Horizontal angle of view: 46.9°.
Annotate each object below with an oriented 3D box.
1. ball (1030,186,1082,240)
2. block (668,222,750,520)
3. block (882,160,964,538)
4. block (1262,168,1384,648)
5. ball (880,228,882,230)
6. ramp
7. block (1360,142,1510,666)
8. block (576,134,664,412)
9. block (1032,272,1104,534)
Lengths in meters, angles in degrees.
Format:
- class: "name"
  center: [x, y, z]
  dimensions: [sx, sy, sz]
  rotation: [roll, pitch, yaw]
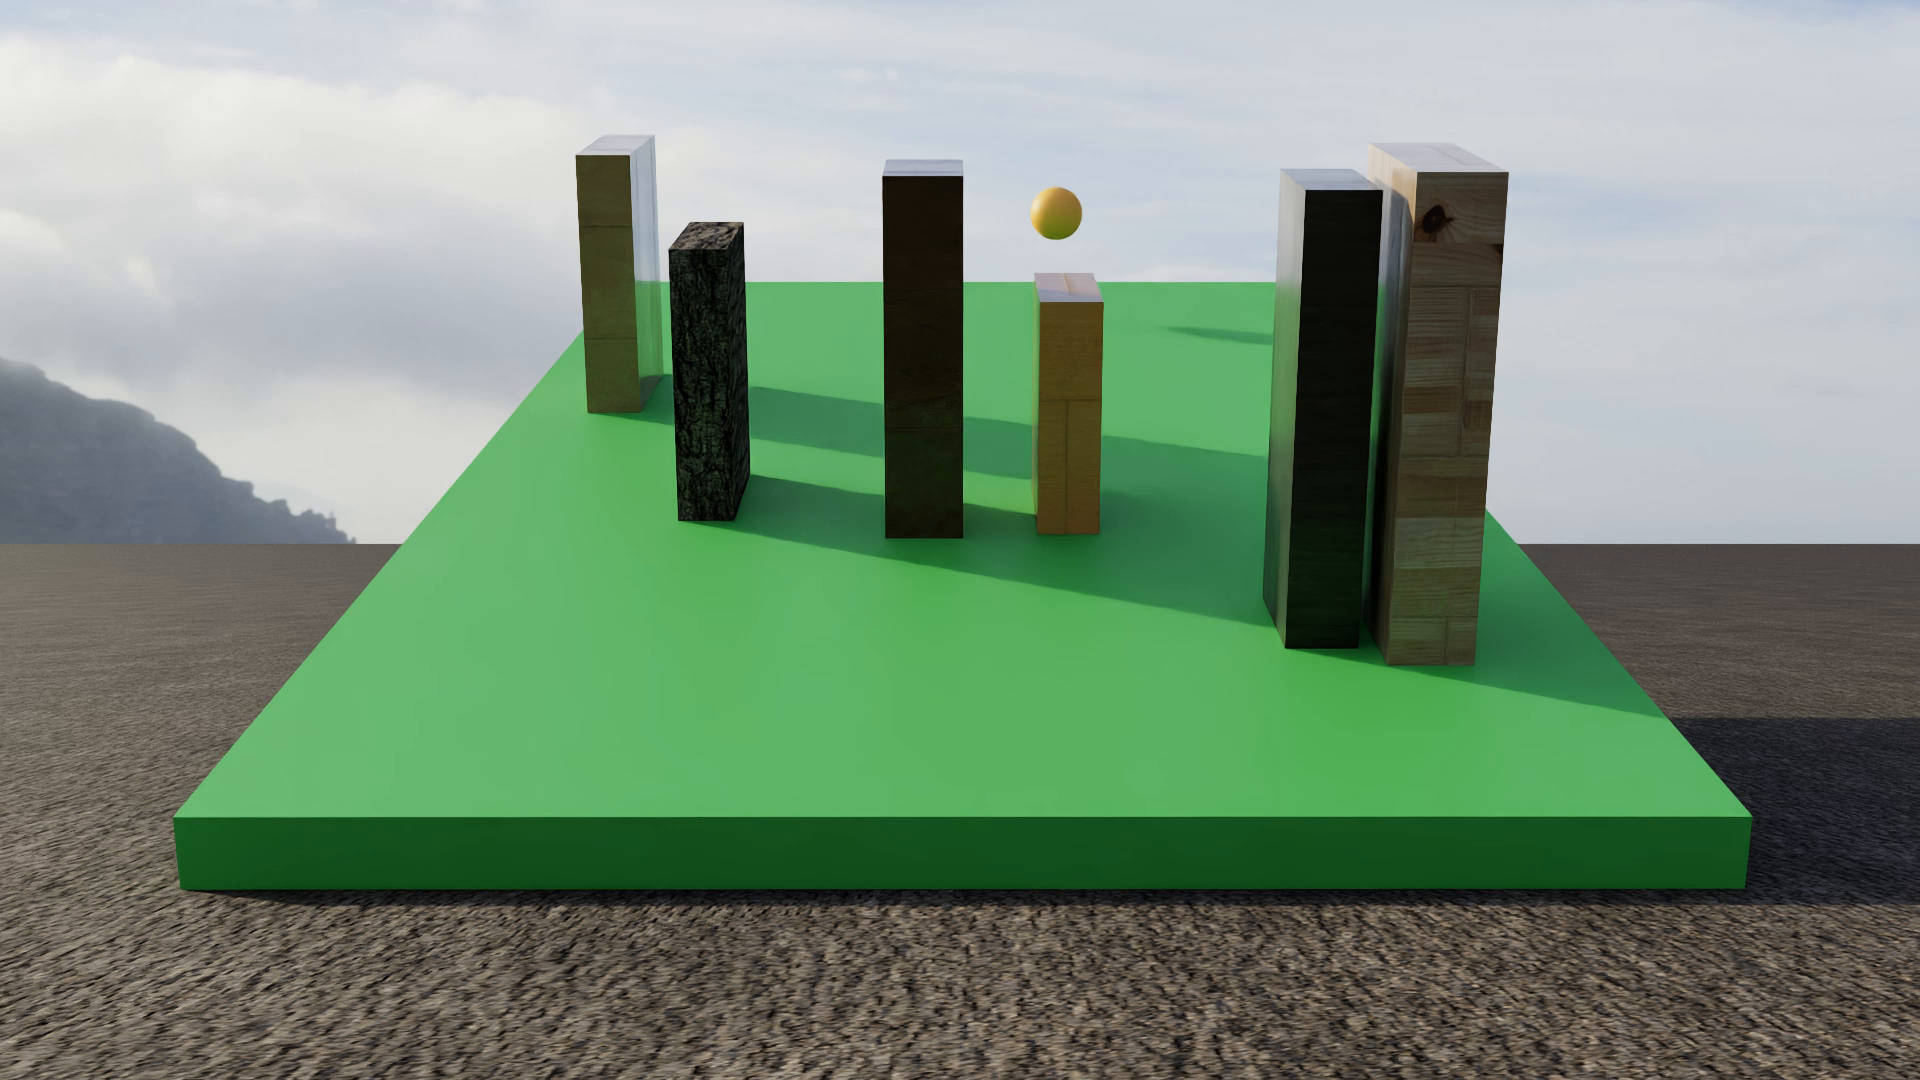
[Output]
- class: "ball"
  center: [0.284, -0.963, 6.525]
  dimensions: [0.155, 0.155, 0.155]
  rotation: [0, 0, 0]
- class: "block"
  center: [-0.473, -0.328, 4.210]
  dimensions: [0.104, 0.507, 0.347]
  rotation: [0, 16, 0]
- class: "block"
  center: [-0.065, -0.351, 4.032]
  dimensions: [0.140, 0.652, 0.246]
  rotation: [0, 16, 0]
- class: "block"
  center: [0.560, -0.208, 3.448]
  dimensions: [0.114, 0.707, 0.258]
  rotation: [0, 16, 0]
- class: "ball"
  center: [-0.148, -0.876, 6.235]
  dimensions: [0.149, 0.149, 0.149]
  rotation: [0, 0, 0]
- class: "ramp"
  center: [-0.002, -0.164, 4.733]
  dimensions: [2.000, 0.100, 4.000]
  rotation: [0, 16, 0]
- class: "block"
  center: [0.713, -0.220, 3.428]
  dimensions: [0.130, 0.743, 0.382]
  rotation: [0, 16, 0]
- class: "block"
  center: [-0.778, -0.620, 5.088]
  dimensions: [0.118, 0.574, 0.424]
  rotation: [0, 16, 0]
- class: "block"
  center: [0.197, -0.260, 4.122]
  dimensions: [0.113, 0.428, 0.312]
  rotation: [0, 16, 0]
